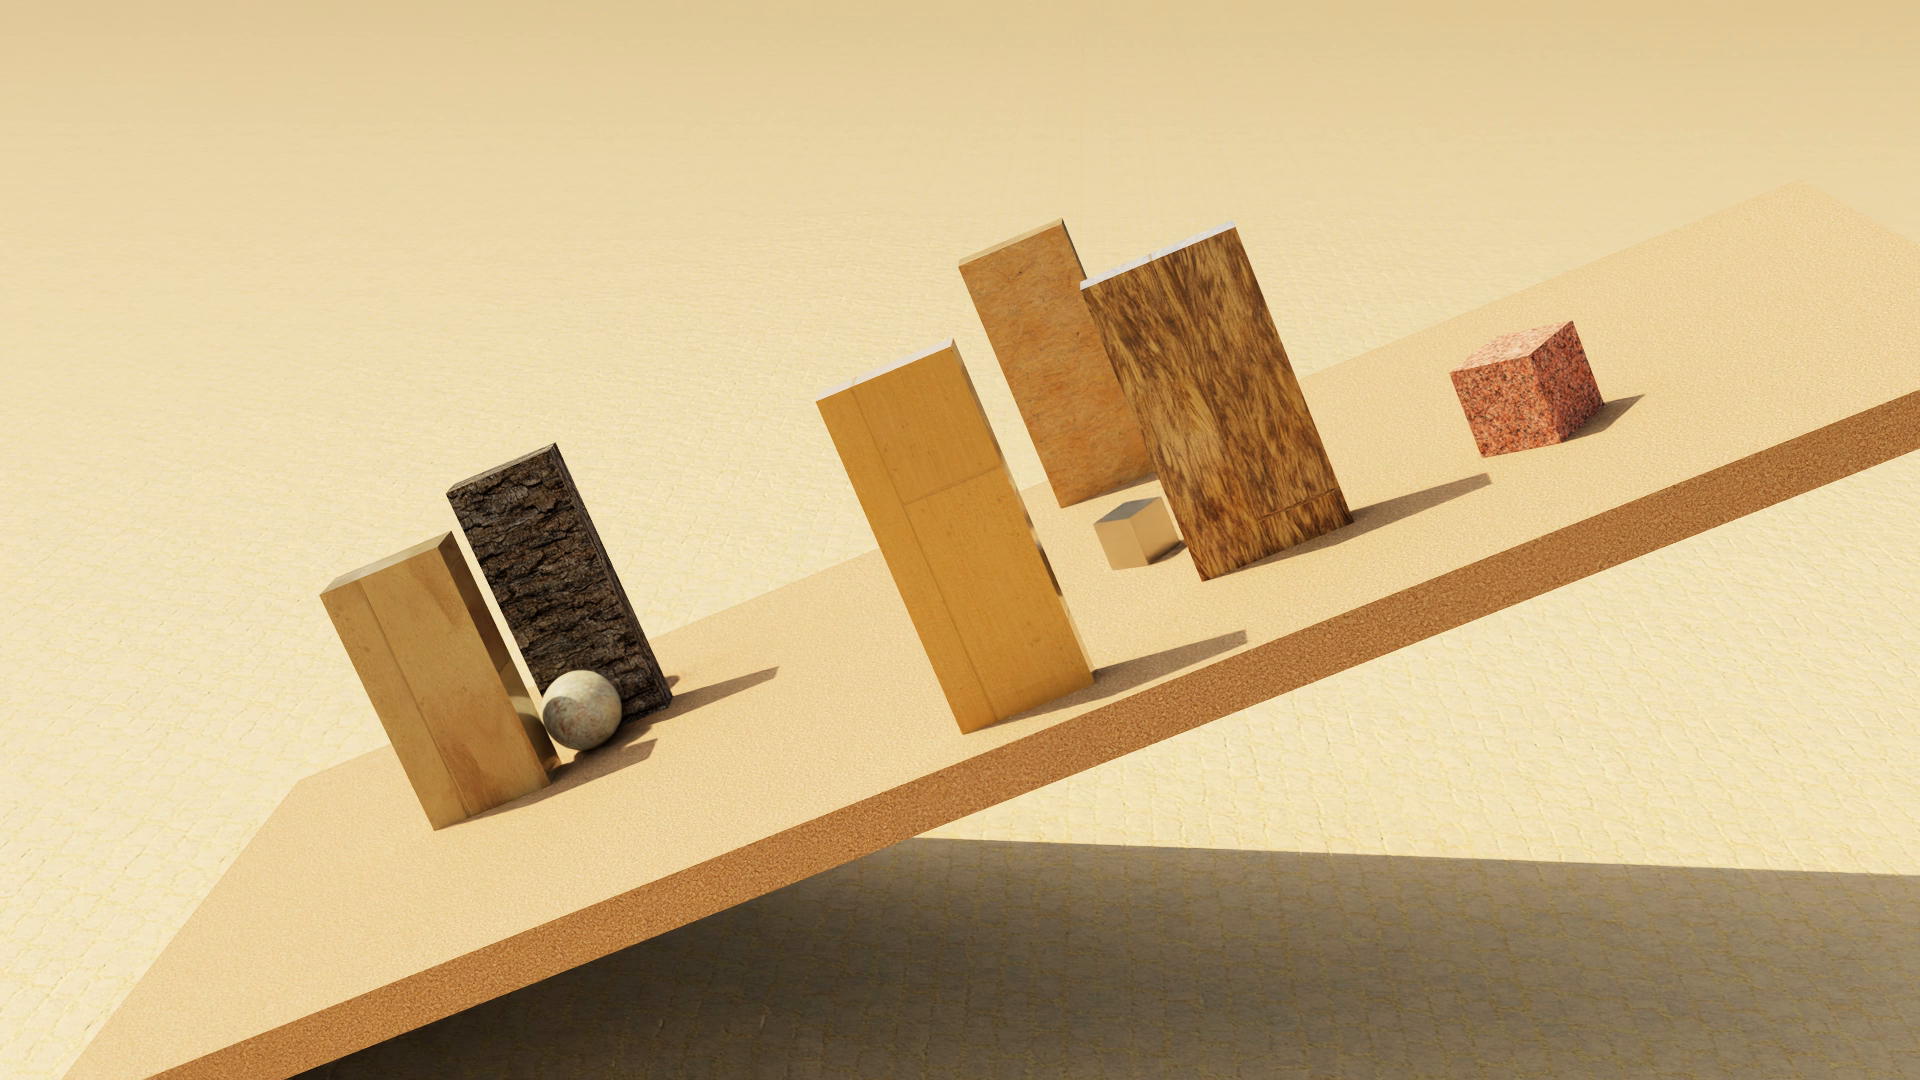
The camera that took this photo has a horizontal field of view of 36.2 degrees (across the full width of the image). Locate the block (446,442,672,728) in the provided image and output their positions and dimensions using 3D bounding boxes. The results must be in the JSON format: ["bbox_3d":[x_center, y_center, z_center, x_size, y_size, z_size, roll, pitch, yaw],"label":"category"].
[{"bbox_3d":[-0.897,0.126,6.611,0.253,0.641,0.094,-22,12,8],"label":"block"}]

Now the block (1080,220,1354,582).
[{"bbox_3d":[0.503,-0.269,5.745,0.319,0.629,0.095,-22,12,8],"label":"block"}]

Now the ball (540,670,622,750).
[{"bbox_3d":[-0.841,0.378,6.533,0.179,0.179,0.179,0,14,0],"label":"ball"}]

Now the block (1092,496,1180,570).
[{"bbox_3d":[0.369,-0.013,6.135,0.109,0.109,0.109,-33,16,-39],"label":"block"}]

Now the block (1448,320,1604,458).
[{"bbox_3d":[1.115,-0.296,5.781,0.186,0.186,0.186,-11,17,44],"label":"block"}]

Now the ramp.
[{"bbox_3d":[0.128,0.172,6.287,4.000,0.100,2.000,-22,12,8],"label":"ramp"}]

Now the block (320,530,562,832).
[{"bbox_3d":[-1.128,0.308,6.415,0.283,0.579,0.142,-22,12,8],"label":"block"}]

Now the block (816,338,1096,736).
[{"bbox_3d":[-0.004,-0.004,5.423,0.267,0.685,0.090,-22,12,8],"label":"block"}]

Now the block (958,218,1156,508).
[{"bbox_3d":[0.236,-0.411,6.851,0.258,0.619,0.105,-22,12,8],"label":"block"}]
